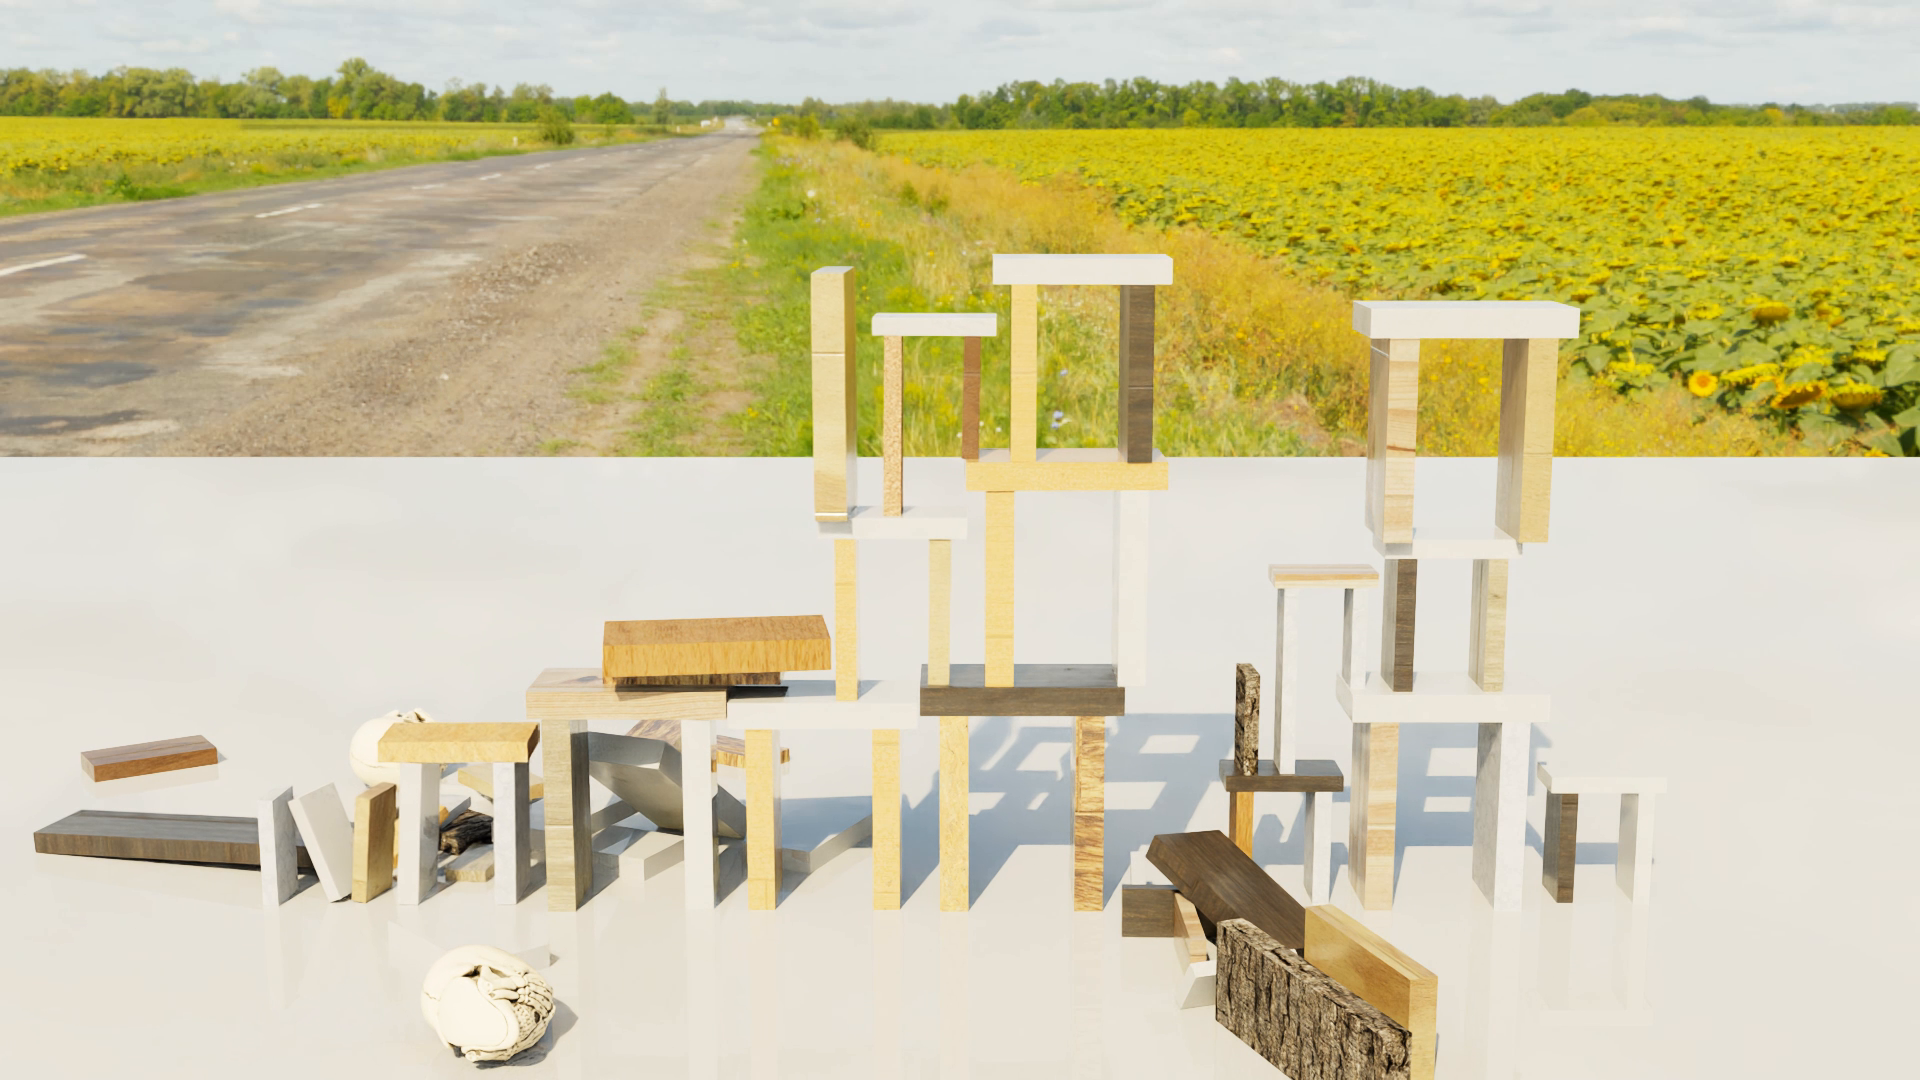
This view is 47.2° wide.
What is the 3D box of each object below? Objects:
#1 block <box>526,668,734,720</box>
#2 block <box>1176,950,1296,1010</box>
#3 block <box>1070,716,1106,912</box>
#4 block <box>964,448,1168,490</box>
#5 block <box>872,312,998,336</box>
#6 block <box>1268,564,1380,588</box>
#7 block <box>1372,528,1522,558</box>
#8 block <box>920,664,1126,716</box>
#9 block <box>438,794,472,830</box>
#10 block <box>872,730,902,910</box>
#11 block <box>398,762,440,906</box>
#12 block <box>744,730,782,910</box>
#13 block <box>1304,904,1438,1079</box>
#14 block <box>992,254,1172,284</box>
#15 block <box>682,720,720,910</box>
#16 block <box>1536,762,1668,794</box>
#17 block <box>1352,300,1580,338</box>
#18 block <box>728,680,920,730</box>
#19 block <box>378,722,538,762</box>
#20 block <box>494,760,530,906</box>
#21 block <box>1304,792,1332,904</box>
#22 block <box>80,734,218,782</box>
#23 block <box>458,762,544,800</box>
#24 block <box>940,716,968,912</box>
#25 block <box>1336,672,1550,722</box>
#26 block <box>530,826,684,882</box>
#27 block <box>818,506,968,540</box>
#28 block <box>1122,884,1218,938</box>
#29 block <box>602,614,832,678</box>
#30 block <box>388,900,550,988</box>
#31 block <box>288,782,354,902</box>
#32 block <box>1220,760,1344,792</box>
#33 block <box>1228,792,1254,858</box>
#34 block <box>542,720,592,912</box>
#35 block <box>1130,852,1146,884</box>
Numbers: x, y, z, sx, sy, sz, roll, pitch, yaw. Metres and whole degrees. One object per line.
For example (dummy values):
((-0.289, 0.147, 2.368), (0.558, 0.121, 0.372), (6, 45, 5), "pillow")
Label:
((-0.535, 0.251, 3.608), (0.321, 0.046, 0.161), (0, 11, 1), "block")
((0.403, 0.637, 3.191), (0.167, 0.084, 0.024), (-4, 47, -19), "block")
((0.209, 0.429, 3.636), (0.047, 0.329, 0.164), (0, 11, 0), "block")
((0.168, -0.114, 3.540), (0.319, 0.045, 0.159), (0, 11, -1), "block")
((-0.039, -0.343, 3.499), (0.195, 0.028, 0.098), (0, 11, 2), "block")
((0.590, 0.058, 3.574), (0.167, 0.024, 0.083), (0, 11, 0), "block")
((0.787, 0.005, 3.557), (0.219, 0.031, 0.109), (0, 11, 0), "block")
((0.100, 0.245, 3.602), (0.329, 0.047, 0.164), (0, 11, 0), "block")
((-0.943, 0.490, 3.970), (0.071, 0.020, 0.141), (2, 11, 9), "block")
((-0.120, 0.440, 3.639), (0.043, 0.305, 0.153), (0, 11, 0), "block")
((-0.898, 0.470, 3.652), (0.034, 0.241, 0.121), (4, 11, 1), "block")
((-0.324, 0.440, 3.639), (0.043, 0.305, 0.153), (0, 11, 0), "block")
((0.567, 0.627, 3.063), (0.042, 0.148, 0.295), (-4, 11, -18), "block")
((0.191, -0.428, 3.476), (0.278, 0.039, 0.139), (0, 11, 0), "block")
((-0.429, 0.431, 3.643), (0.046, 0.321, 0.161), (-1, 11, -3), "block")
((1.059, 0.392, 3.634), (0.188, 0.027, 0.094), (0, 11, 0), "block")
((0.799, -0.350, 3.490), (0.323, 0.046, 0.162), (0, 11, 0), "block")
((-0.221, 0.269, 3.607), (0.305, 0.043, 0.153), (0, 11, 0), "block")
((-0.826, 0.333, 3.629), (0.241, 0.034, 0.121), (0, 11, -2), "block")
((-0.743, 0.470, 3.652), (0.034, 0.241, 0.121), (2, 11, 0), "block")
((0.593, 0.496, 3.649), (0.027, 0.192, 0.096), (0, 11, 0), "block")
((-1.624, 0.436, 4.404), (0.236, 0.033, 0.118), (-7, 13, -33), "block")
((-0.864, 0.458, 4.164), (0.094, 0.027, 0.187), (-9, 14, -39), "block")
((-0.010, 0.429, 3.636), (0.047, 0.329, 0.164), (0, 11, 0), "block")
((0.789, 0.257, 3.606), (0.317, 0.045, 0.158), (0, 11, 0), "block")
((-0.628, 0.538, 3.843), (0.271, 0.038, 0.135), (5, 12, 25), "block")
((-0.107, -0.029, 3.548), (0.239, 0.034, 0.119), (0, 11, 1), "block")
((0.335, 0.586, 3.473), (0.159, 0.080, 0.023), (0, 11, 1), "block")
((-0.396, 0.171, 3.569), (0.359, 0.051, 0.180), (-1, 11, -8), "block")
((-0.760, 0.622, 3.395), (0.131, 0.037, 0.261), (-9, 14, -42), "block")
((-1.045, 0.502, 3.657), (0.025, 0.180, 0.090), (-20, 3, 25), "block")
((0.529, 0.389, 3.629), (0.192, 0.027, 0.096), (0, 11, 0), "block")
((0.465, 0.496, 3.649), (0.027, 0.192, 0.096), (0, 11, 0), "block")
((-0.648, 0.433, 3.633), (0.046, 0.321, 0.161), (0, 11, 0), "block")
((0.288, 0.569, 3.565), (0.023, 0.080, 0.159), (1, 11, 4), "block")
